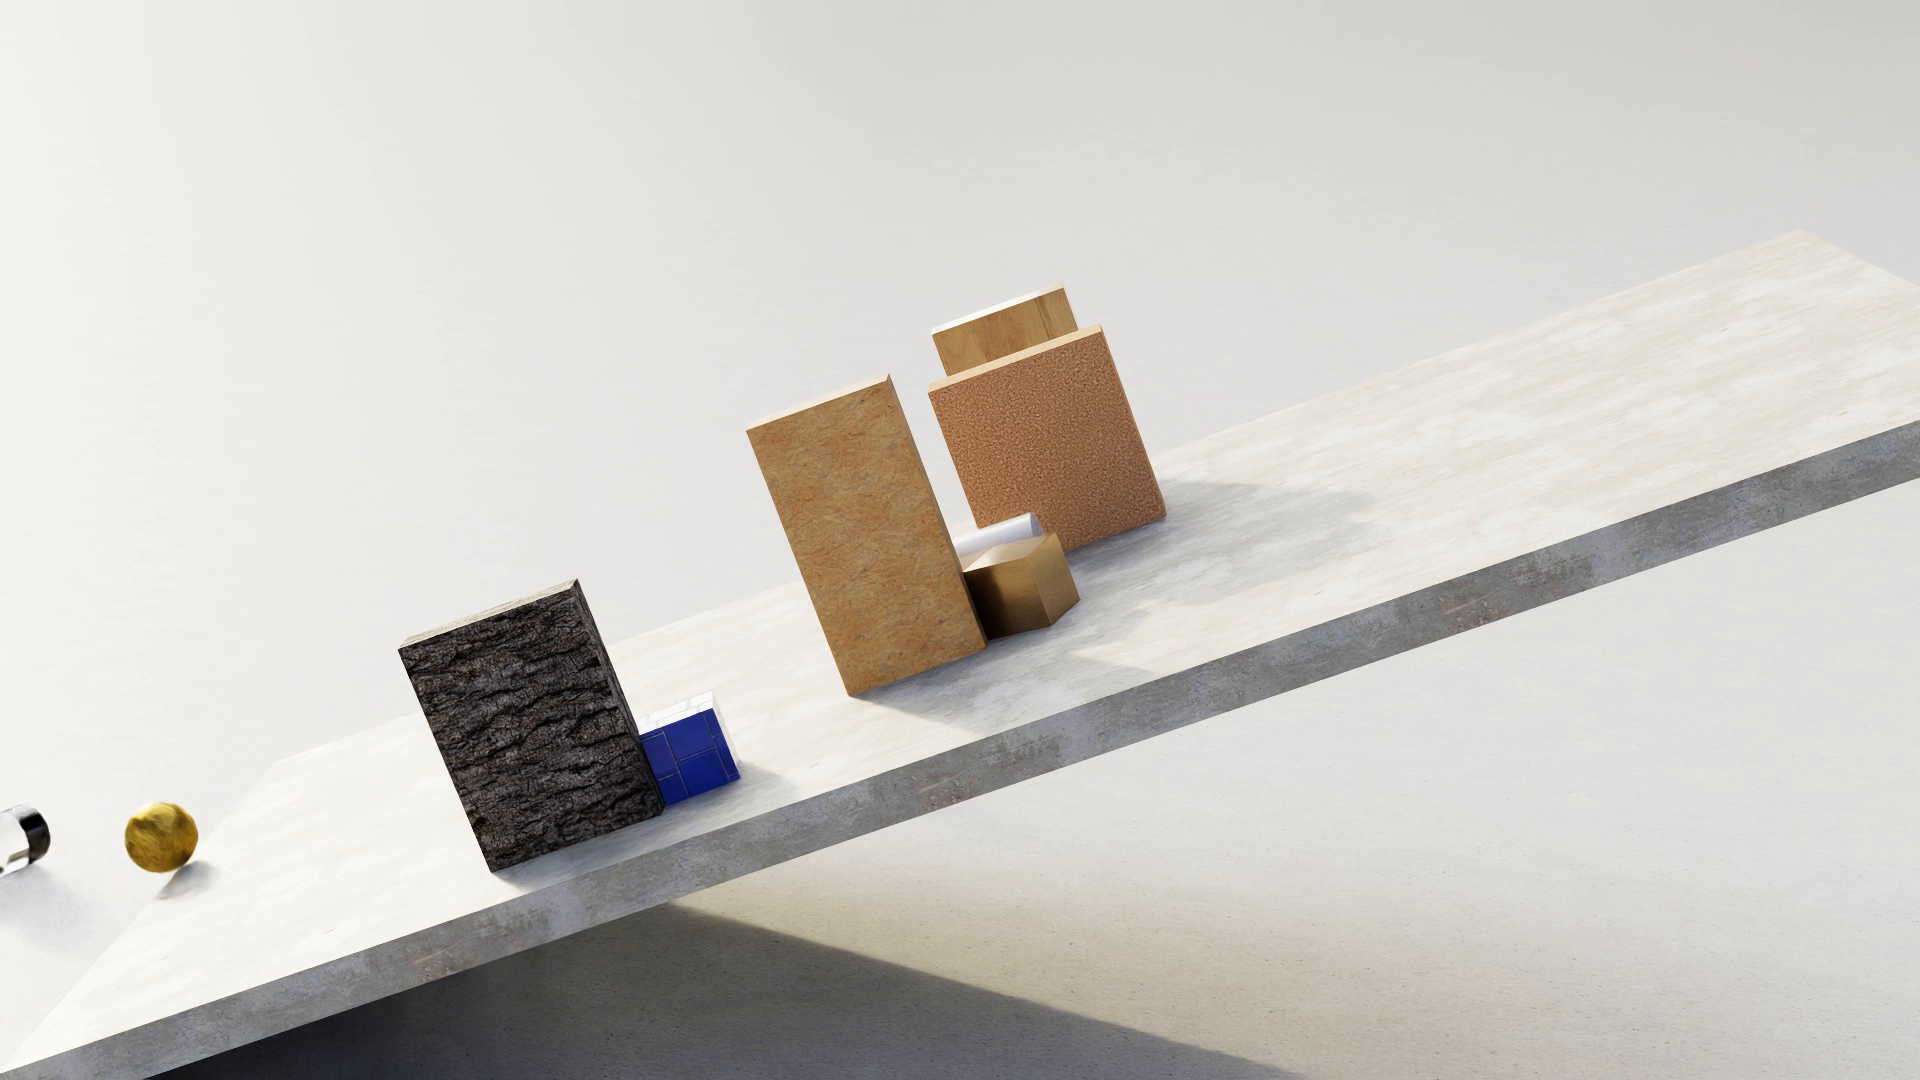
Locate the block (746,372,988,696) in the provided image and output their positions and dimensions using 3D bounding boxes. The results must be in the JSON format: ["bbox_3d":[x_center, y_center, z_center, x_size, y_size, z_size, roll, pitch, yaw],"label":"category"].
[{"bbox_3d":[-0.185,-0.010,5.949,0.299,0.585,0.098,-19,11,6],"label":"block"}]

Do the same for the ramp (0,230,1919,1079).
[{"bbox_3d":[0.114,0.177,6.298,4.000,0.100,2.000,-19,11,6],"label":"ramp"}]

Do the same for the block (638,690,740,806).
[{"bbox_3d":[-0.525,0.403,5.717,0.151,0.151,0.151,-21,11,-1],"label":"block"}]

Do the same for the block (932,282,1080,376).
[{"bbox_3d":[0.175,-0.318,6.985,0.329,0.500,0.108,-19,11,6],"label":"block"}]

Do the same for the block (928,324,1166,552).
[{"bbox_3d":[0.196,-0.202,6.560,0.405,0.439,0.126,-19,11,6],"label":"block"}]

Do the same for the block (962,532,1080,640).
[{"bbox_3d":[0.127,0.094,6.022,0.152,0.152,0.152,-14,13,30],"label":"block"}]

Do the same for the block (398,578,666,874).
[{"bbox_3d":[-0.815,0.356,5.627,0.354,0.472,0.086,-19,11,6],"label":"block"}]

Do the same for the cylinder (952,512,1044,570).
[{"bbox_3d":[0.095,0.052,6.211,0.177,0.177,0.177,-18,10,10],"label":"cylinder"}]

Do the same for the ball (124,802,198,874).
[{"bbox_3d":[-1.812,0.675,6.673,0.163,0.163,0.163,0,13,0],"label":"ball"}]
